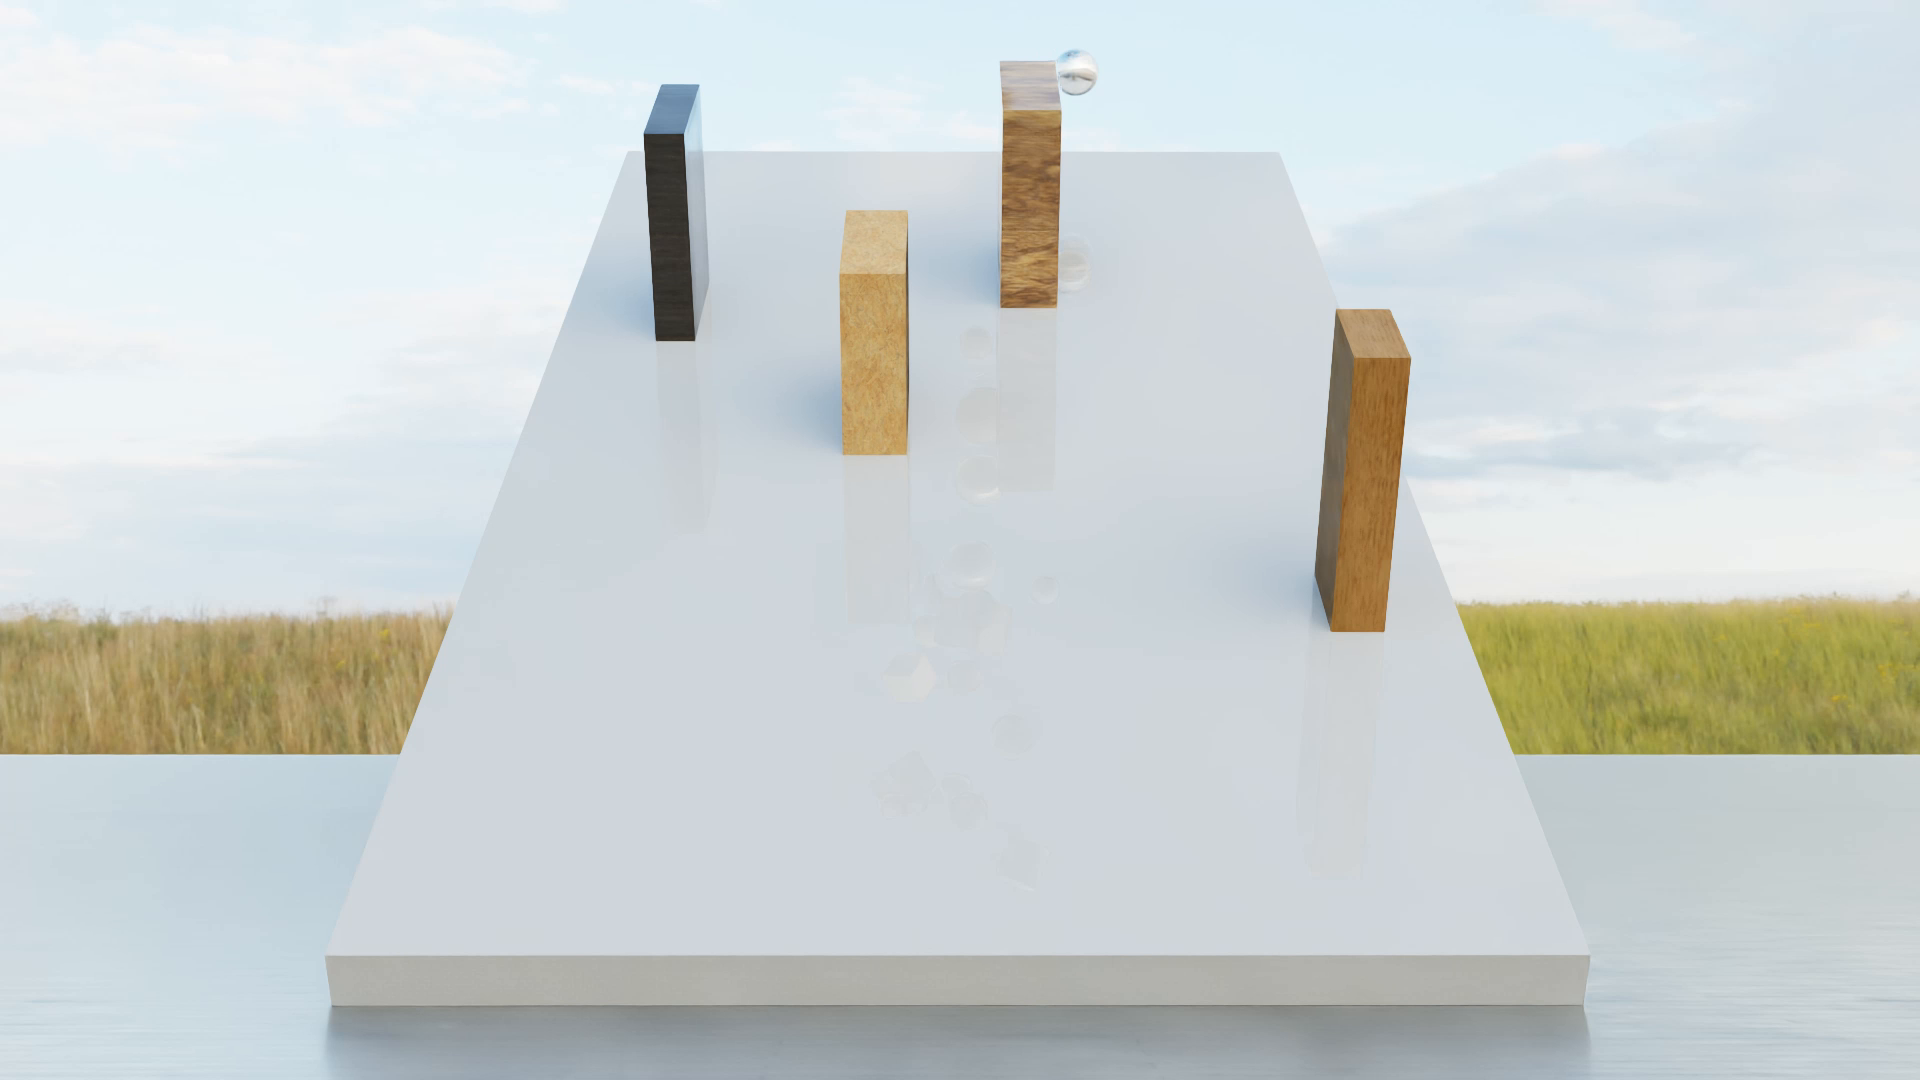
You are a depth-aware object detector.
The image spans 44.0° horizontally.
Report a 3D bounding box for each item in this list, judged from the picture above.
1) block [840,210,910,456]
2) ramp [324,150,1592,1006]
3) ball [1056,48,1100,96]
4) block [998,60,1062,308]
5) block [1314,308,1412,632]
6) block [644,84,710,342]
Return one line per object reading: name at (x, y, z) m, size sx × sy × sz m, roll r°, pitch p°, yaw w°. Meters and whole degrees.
block at (-0.193, -0.480, 5.461) m, size 0.144 × 0.437 × 0.409 m, roll 0°, pitch 28°, yaw 0°
ramp at (-0.011, -0.225, 5.552) m, size 2.000 × 0.100 × 4.000 m, roll 0°, pitch 28°, yaw 0°
ball at (0.343, -1.386, 7.047) m, size 0.139 × 0.139 × 0.139 m, roll 0°, pitch -5°, yaw 0°
block at (0.178, -0.937, 6.240) m, size 0.147 × 0.529 × 0.438 m, roll 0°, pitch 28°, yaw 0°
block at (0.781, -0.134, 4.643) m, size 0.105 × 0.584 × 0.240 m, roll 0°, pitch 28°, yaw 0°
block at (-0.714, -0.831, 6.021) m, size 0.099 × 0.539 × 0.408 m, roll 0°, pitch 28°, yaw 0°
